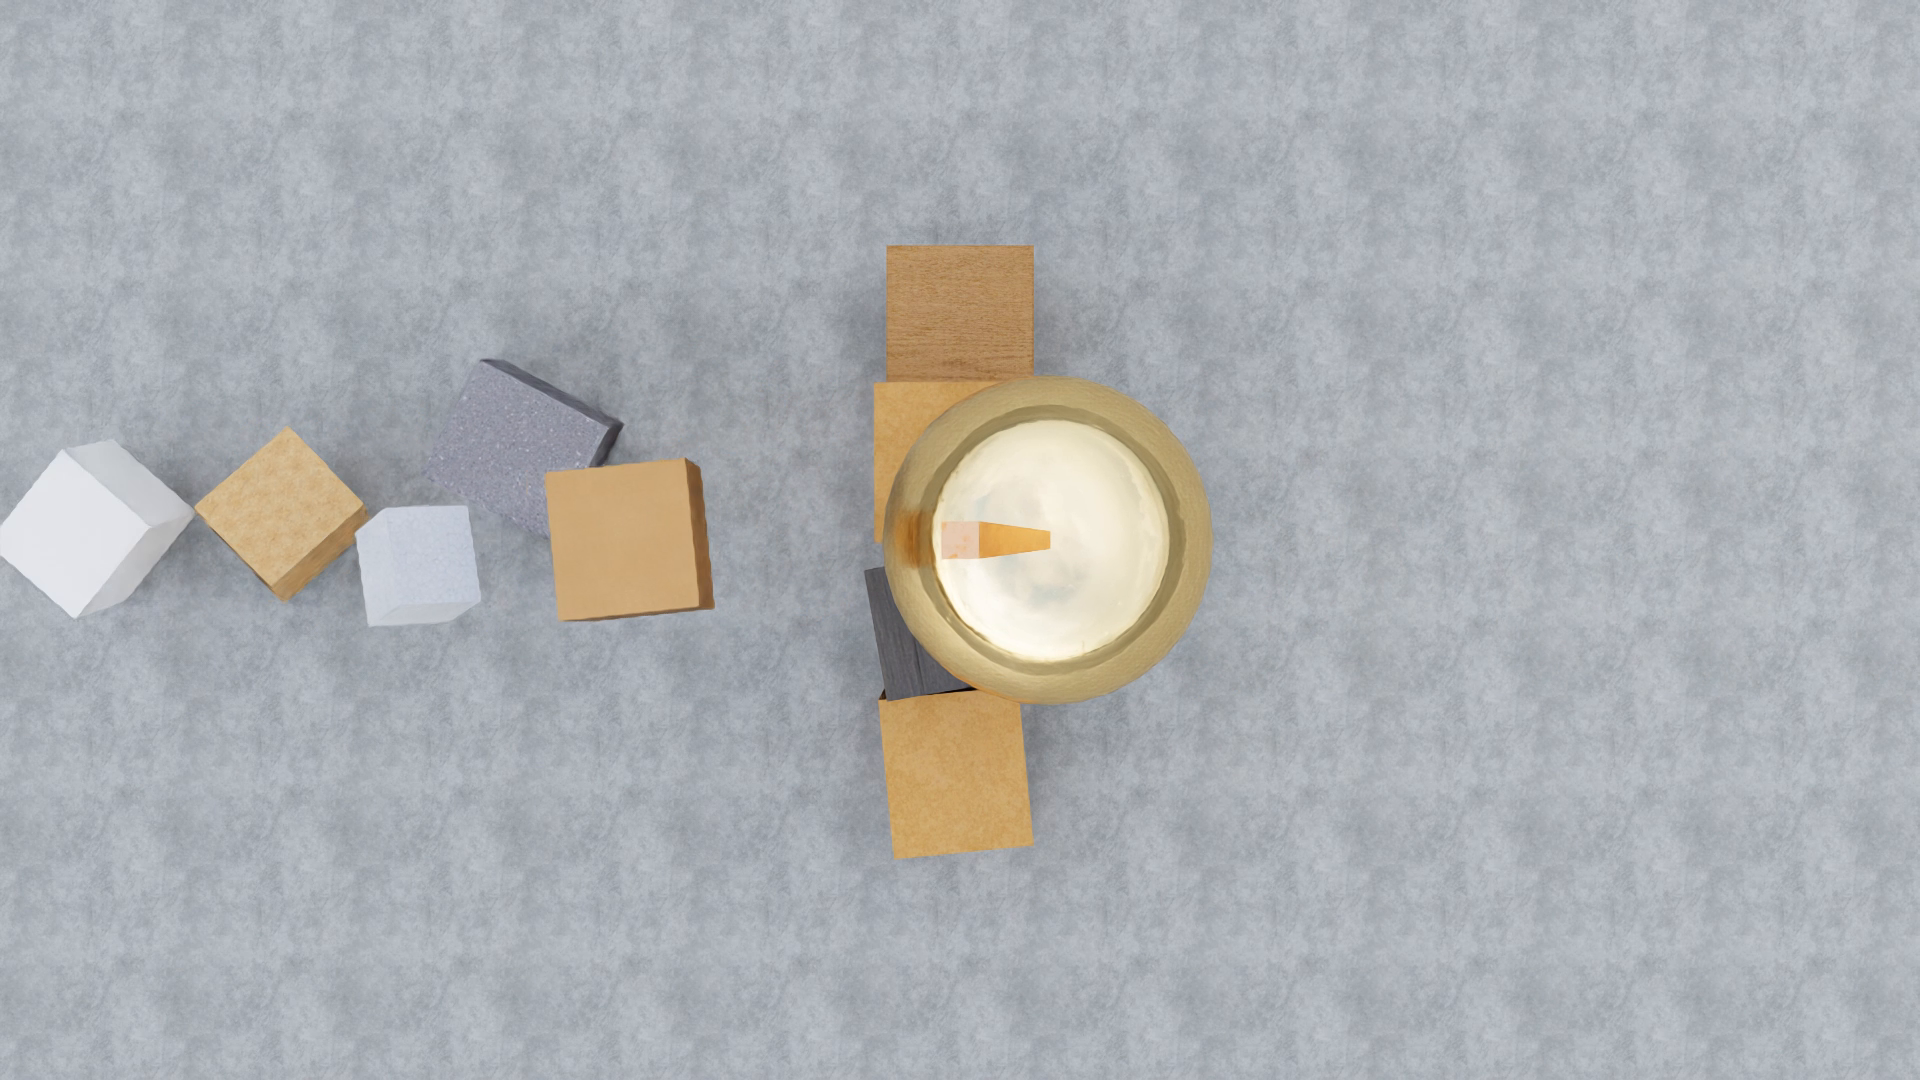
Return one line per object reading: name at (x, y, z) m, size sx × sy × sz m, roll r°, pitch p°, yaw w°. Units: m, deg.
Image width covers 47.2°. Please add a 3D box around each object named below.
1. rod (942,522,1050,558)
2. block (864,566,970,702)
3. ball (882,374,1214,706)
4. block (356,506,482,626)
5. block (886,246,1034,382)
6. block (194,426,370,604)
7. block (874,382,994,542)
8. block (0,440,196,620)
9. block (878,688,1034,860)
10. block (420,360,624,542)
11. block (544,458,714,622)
rod at (0.183, 0.000, 7.229) m, size 0.080 × 5.200 × 0.080 m, roll 0°, pitch 90°, yaw 4°
block at (-0.095, 0.438, 11.783) m, size 0.697 × 0.795 × 0.688 m, roll -10°, pitch 90°, yaw 0°
ball at (0.421, 0.000, 10.621) m, size 1.600 × 1.600 × 1.600 m, roll 0°, pitch 90°, yaw 0°
block at (-2.762, 0.133, 11.199) m, size 0.434 × 0.443 × 0.500 m, roll -3°, pitch 75°, yaw -36°
block at (0.001, -1.263, 12.642) m, size 0.822 × 0.717 × 0.767 m, roll 0°, pitch 90°, yaw 0°
block at (-3.828, -0.131, 12.498) m, size 0.605 × 0.727 × 0.677 m, roll 46°, pitch 76°, yaw -1°
block at (0.007, -0.428, 12.563) m, size 0.959 × 0.873 × 0.885 m, roll 0°, pitch 90°, yaw 0°
block at (-4.888, -0.070, 12.417) m, size 0.638 × 0.606 × 0.696 m, roll 41°, pitch 99°, yaw -2°
block at (-0.022, 1.276, 12.528) m, size 0.771 × 0.945 × 0.878 m, roll -6°, pitch 90°, yaw 0°
block at (-2.491, -0.524, 12.595) m, size 0.801 × 0.717 × 0.724 m, roll 28°, pitch 93°, yaw -4°
block at (-1.612, 0.011, 10.797) m, size 0.677 × 0.589 × 0.714 m, roll -6°, pitch 87°, yaw 0°
